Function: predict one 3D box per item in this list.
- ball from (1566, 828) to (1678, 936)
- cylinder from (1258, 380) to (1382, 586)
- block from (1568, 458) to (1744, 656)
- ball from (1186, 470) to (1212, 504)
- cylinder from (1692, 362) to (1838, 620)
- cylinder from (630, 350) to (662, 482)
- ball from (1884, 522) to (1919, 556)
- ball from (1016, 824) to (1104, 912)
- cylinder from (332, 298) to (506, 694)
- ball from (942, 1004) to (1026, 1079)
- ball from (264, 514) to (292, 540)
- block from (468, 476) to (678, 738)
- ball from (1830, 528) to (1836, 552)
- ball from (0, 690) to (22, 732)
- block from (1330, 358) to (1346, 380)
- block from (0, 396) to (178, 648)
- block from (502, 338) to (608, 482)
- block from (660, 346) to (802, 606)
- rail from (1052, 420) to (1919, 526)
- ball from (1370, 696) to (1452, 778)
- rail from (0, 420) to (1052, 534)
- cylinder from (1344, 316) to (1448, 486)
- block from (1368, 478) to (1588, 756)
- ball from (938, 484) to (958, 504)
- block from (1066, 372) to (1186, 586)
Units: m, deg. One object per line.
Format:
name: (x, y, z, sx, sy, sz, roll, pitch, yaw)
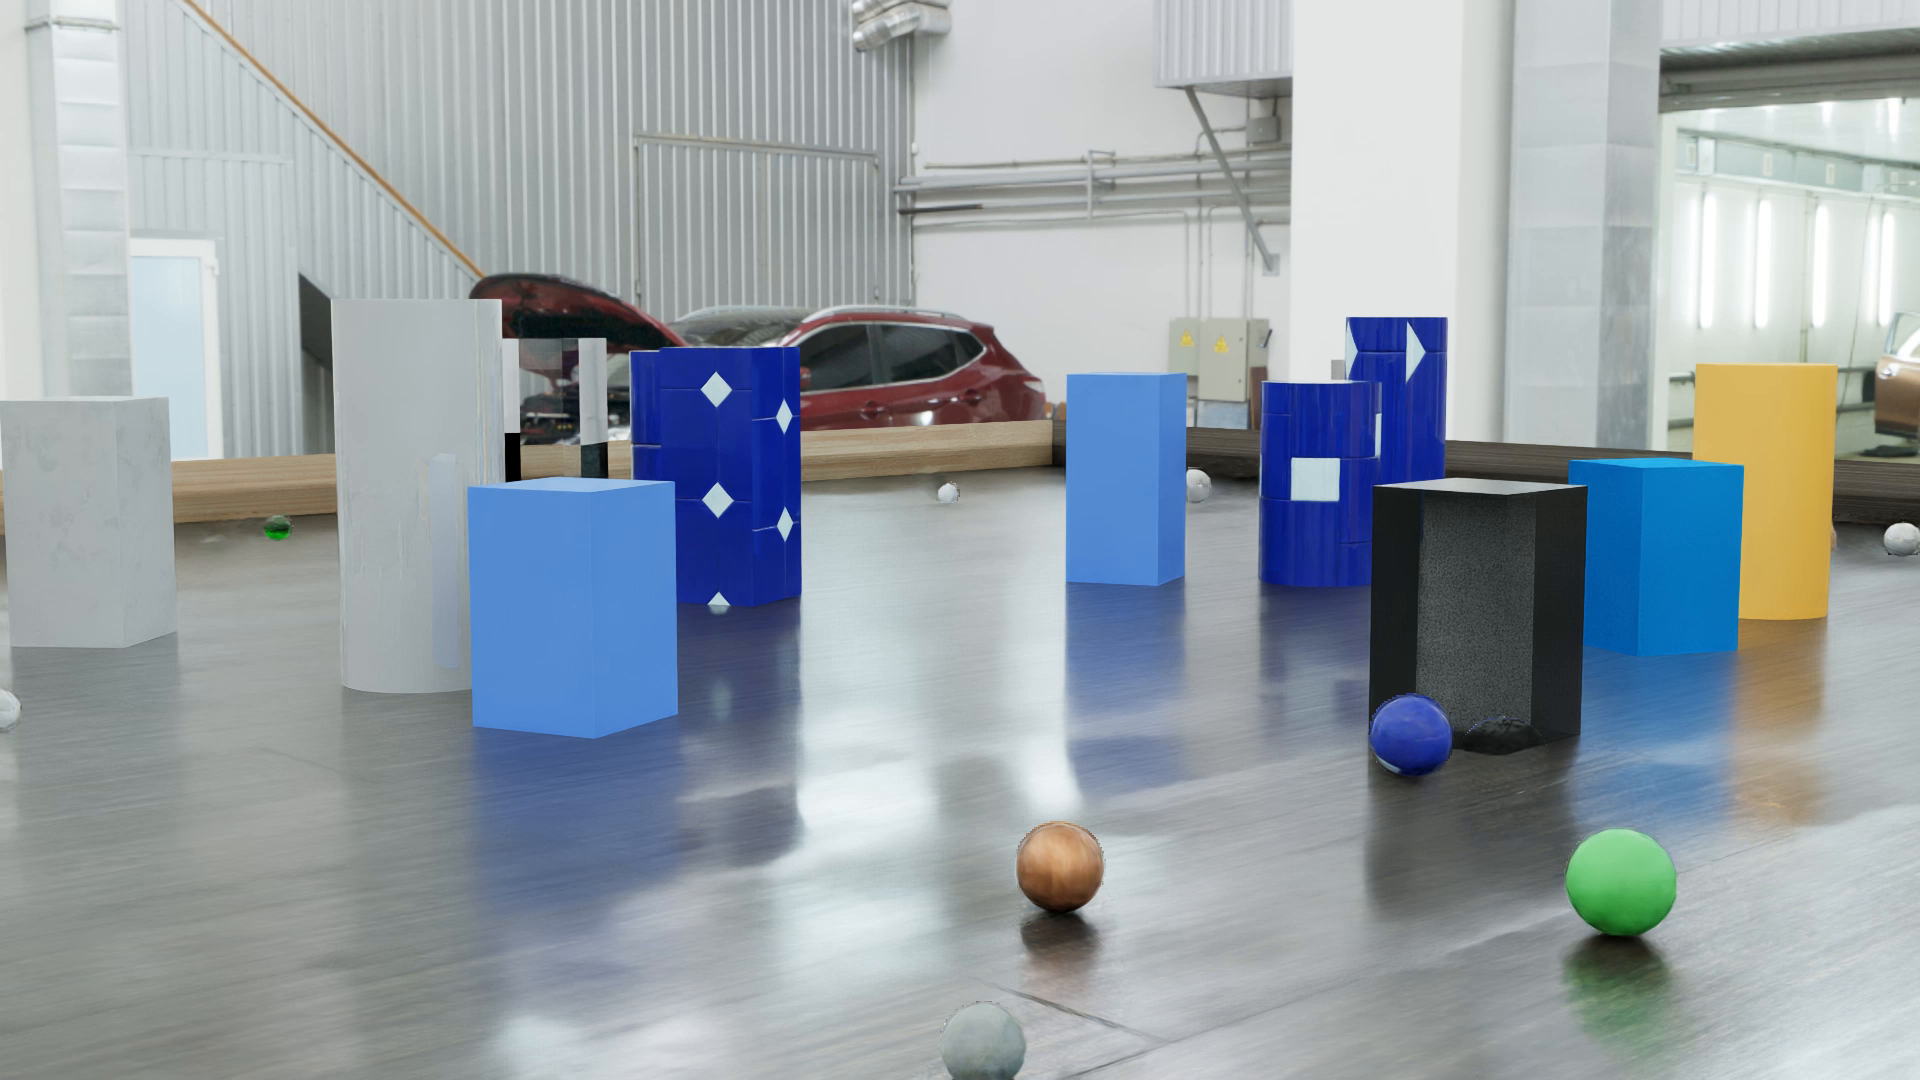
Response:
ball: (0.472, 0.245, 1.570, 0.076, 0.076, 0.076, 0, 6, 0)
cylinder: (0.594, -0.098, 3.635, 0.197, 0.328, 0.197, 0, 6, 0)
block: (0.920, 0.019, 2.924, 0.158, 0.244, 0.158, -2, 6, -20)
ball: (0.541, -0.123, 5.079, 0.079, 0.079, 0.079, 0, 6, 0)
cylinder: (1.186, -0.077, 3.255, 0.197, 0.366, 0.197, 0, 6, 0)
cylinder: (-0.547, -0.188, 4.319, 0.197, 0.366, 0.197, 0, 6, 0)
ball: (1.709, -0.001, 3.984, 0.063, 0.063, 0.063, 0, 6, 0)
ball: (0.074, 0.243, 1.632, 0.065, 0.065, 0.065, 0, 6, 0)
cylinder: (-0.646, -0.059, 2.640, 0.197, 0.457, 0.197, 0, 6, 0)
ball: (0.014, 0.291, 1.260, 0.049, 0.049, 0.049, 0, 6, 0)
ball: (-1.323, -0.024, 4.267, 0.050, 0.050, 0.050, 0, 6, 0)
block: (-0.418, 0.068, 2.385, 0.158, 0.258, 0.158, 3, 7, 26)
ball: (1.555, -0.003, 3.989, 0.066, 0.066, 0.066, 0, 6, 0)
ball: (-1.019, 0.181, 2.330, 0.045, 0.045, 0.045, 0, 6, 0)
block: (0.876, -0.210, 4.639, 0.158, 0.342, 0.158, 3, 6, 23)
block: (-1.177, -0.028, 2.978, 0.158, 0.327, 0.158, 1, 6, 5)
block: (-0.801, -0.200, 4.313, 0.158, 0.390, 0.158, 3, 6, 23)
block: (-0.353, -0.103, 3.400, 0.158, 0.388, 0.158, 3, 6, 23)
rail: (1.650, -0.125, 4.846, 0.045, 0.128, 4.130, -5, 8, -42)
ball: (0.433, 0.188, 2.105, 0.077, 0.077, 0.077, 0, 6, 0)
rail: (-1.384, -0.122, 4.824, 4.538, 0.128, 0.045, -5, 8, -42)
cylinder: (0.855, -0.222, 4.328, 0.197, 0.432, 0.197, 0, 6, 0)
block: (0.541, 0.074, 2.300, 0.158, 0.263, 0.158, 6, 8, 45)
ball: (-0.028, -0.106, 5.077, 0.045, 0.045, 0.045, 0, 6, 0)
block: (0.277, -0.106, 3.650, 0.158, 0.341, 0.158, 2, 6, 22)
